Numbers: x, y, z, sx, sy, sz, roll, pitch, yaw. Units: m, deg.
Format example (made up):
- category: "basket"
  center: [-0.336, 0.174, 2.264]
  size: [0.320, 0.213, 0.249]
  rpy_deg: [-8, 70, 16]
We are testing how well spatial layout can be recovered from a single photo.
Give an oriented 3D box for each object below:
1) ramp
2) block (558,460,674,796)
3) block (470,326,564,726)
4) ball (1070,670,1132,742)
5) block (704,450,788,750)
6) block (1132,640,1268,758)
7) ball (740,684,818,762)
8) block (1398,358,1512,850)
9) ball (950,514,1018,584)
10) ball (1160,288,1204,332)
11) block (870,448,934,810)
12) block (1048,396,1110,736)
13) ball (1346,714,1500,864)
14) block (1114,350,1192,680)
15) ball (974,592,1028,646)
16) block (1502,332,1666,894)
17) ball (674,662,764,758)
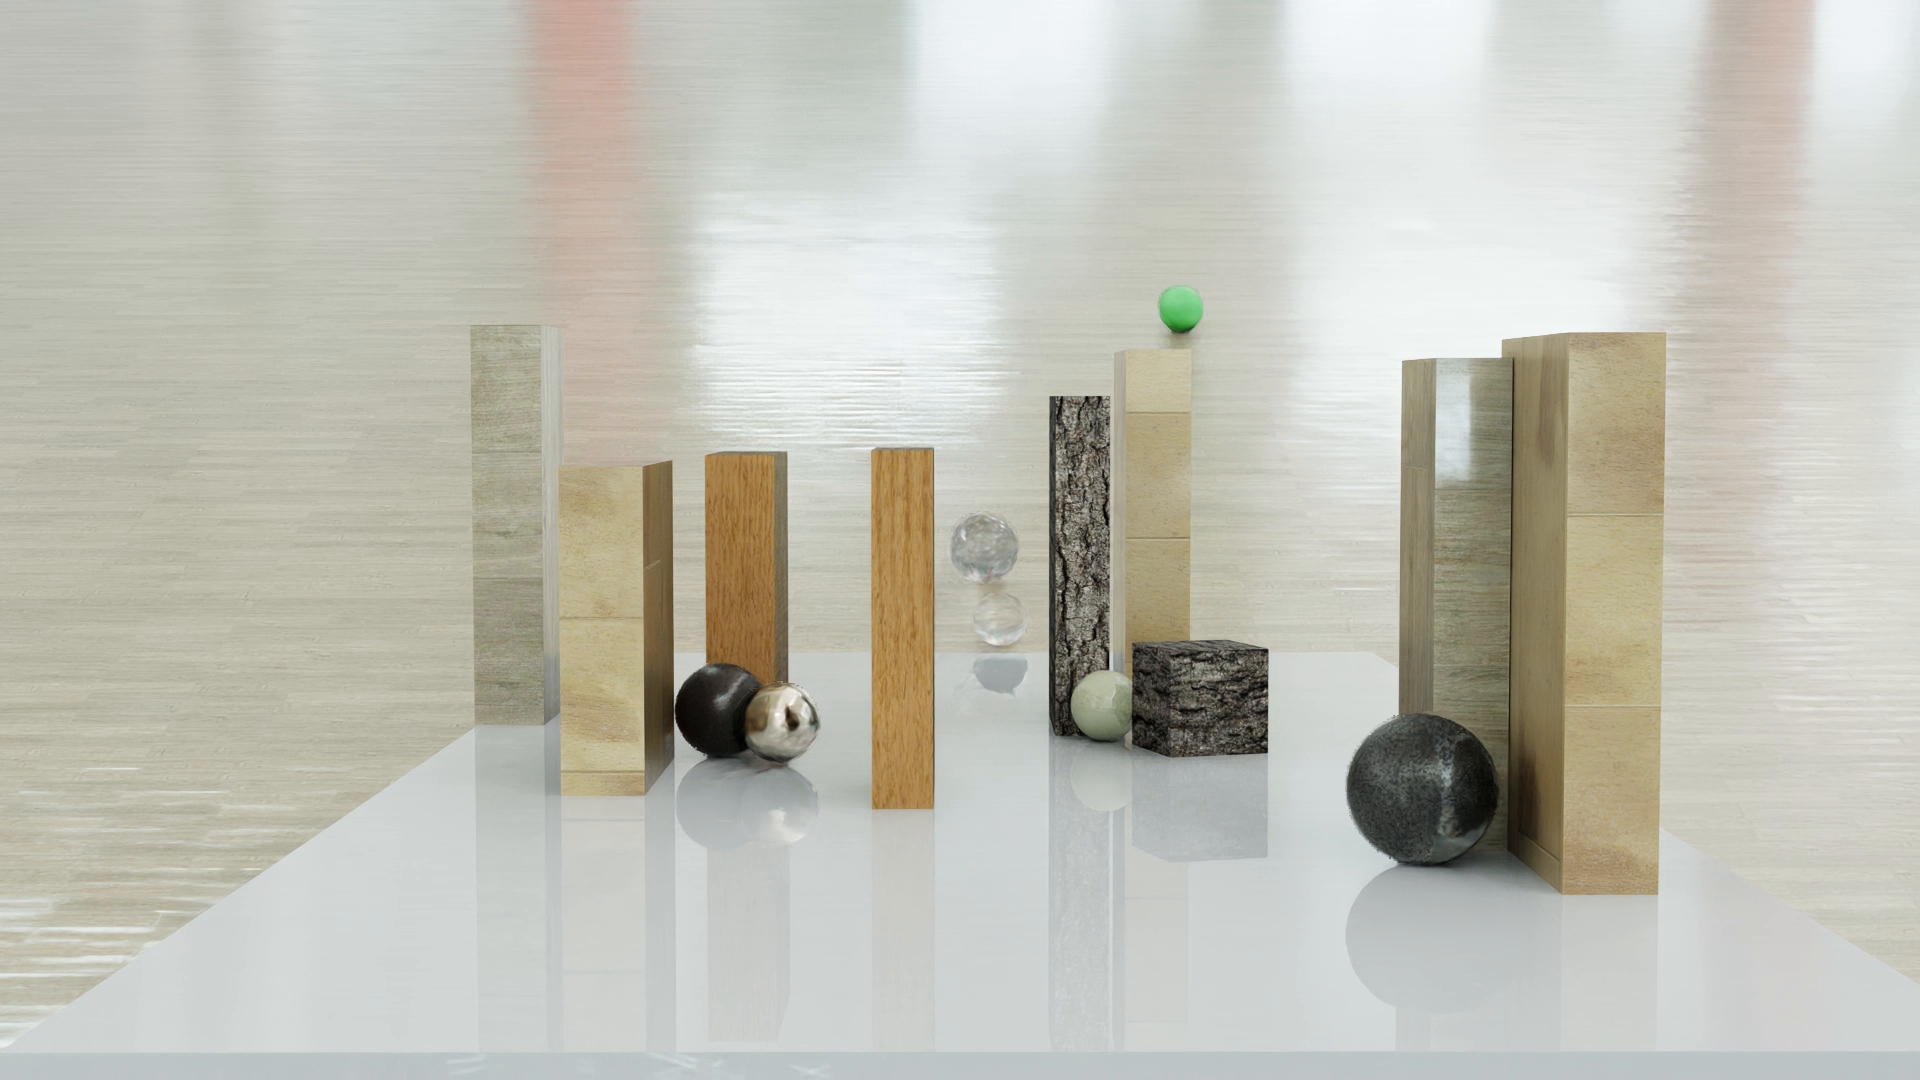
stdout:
- category: "ramp"
  center: [0.049, 0.445, 4.532]
  size: [2.000, 0.100, 4.000]
  rpy_deg: [0, 3, 0]
- category: "block"
  center: [-0.580, 0.136, 4.375]
  size: [0.136, 0.534, 0.444]
  rpy_deg: [0, 3, 0]
- category: "block"
  center: [-0.890, -0.036, 5.201]
  size: [0.137, 0.788, 0.299]
  rpy_deg: [0, 3, 0]
- category: "ball"
  center: [0.274, 0.311, 4.833]
  size: [0.133, 0.133, 0.133]
  rpy_deg: [0, 21, 0]
- category: "block"
  center: [-0.402, 0.105, 4.884]
  size: [0.126, 0.541, 0.379]
  rpy_deg: [0, 3, 0]
- category: "block"
  center: [0.440, 0.289, 4.721]
  size: [0.190, 0.190, 0.190]
  rpy_deg: [-1, 3, -17]
- category: "ball"
  center: [-0.317, 0.322, 4.515]
  size: [0.138, 0.138, 0.138]
  rpy_deg: [0, 21, 0]
- category: "block"
  center: [0.724, 0.085, 3.778]
  size: [0.107, 0.700, 0.283]
  rpy_deg: [0, 3, 0]
- category: "ball"
  center: [0.067, 0.024, 7.195]
  size: [0.195, 0.195, 0.195]
  rpy_deg: [0, 21, 0]
- category: "ball"
  center: [0.819, -0.854, 9.509]
  size: [0.164, 0.164, 0.164]
  rpy_deg: [0, 21, 0]
- category: "block"
  center: [-0.090, 0.134, 4.151]
  size: [0.096, 0.562, 0.276]
  rpy_deg: [0, 3, 0]
- category: "block"
  center: [0.233, 0.041, 5.059]
  size: [0.103, 0.648, 0.347]
  rpy_deg: [0, 3, 0]
- category: "ball"
  center: [0.639, 0.344, 3.552]
  size: [0.207, 0.207, 0.207]
  rpy_deg: [0, 21, 0]
- category: "block"
  center: [0.396, -0.021, 5.335]
  size: [0.130, 0.741, 0.390]
  rpy_deg: [0, 3, 0]
- category: "ball"
  center: [0.106, 0.209, 6.790]
  size: [0.142, 0.142, 0.142]
  rpy_deg: [0, 21, 0]
- category: "block"
  center: [0.843, 0.086, 3.516]
  size: [0.124, 0.727, 0.410]
  rpy_deg: [0, 3, 0]
- category: "ball"
  center: [-0.428, 0.305, 4.620]
  size: [0.169, 0.169, 0.169]
  rpy_deg: [0, 21, 0]
